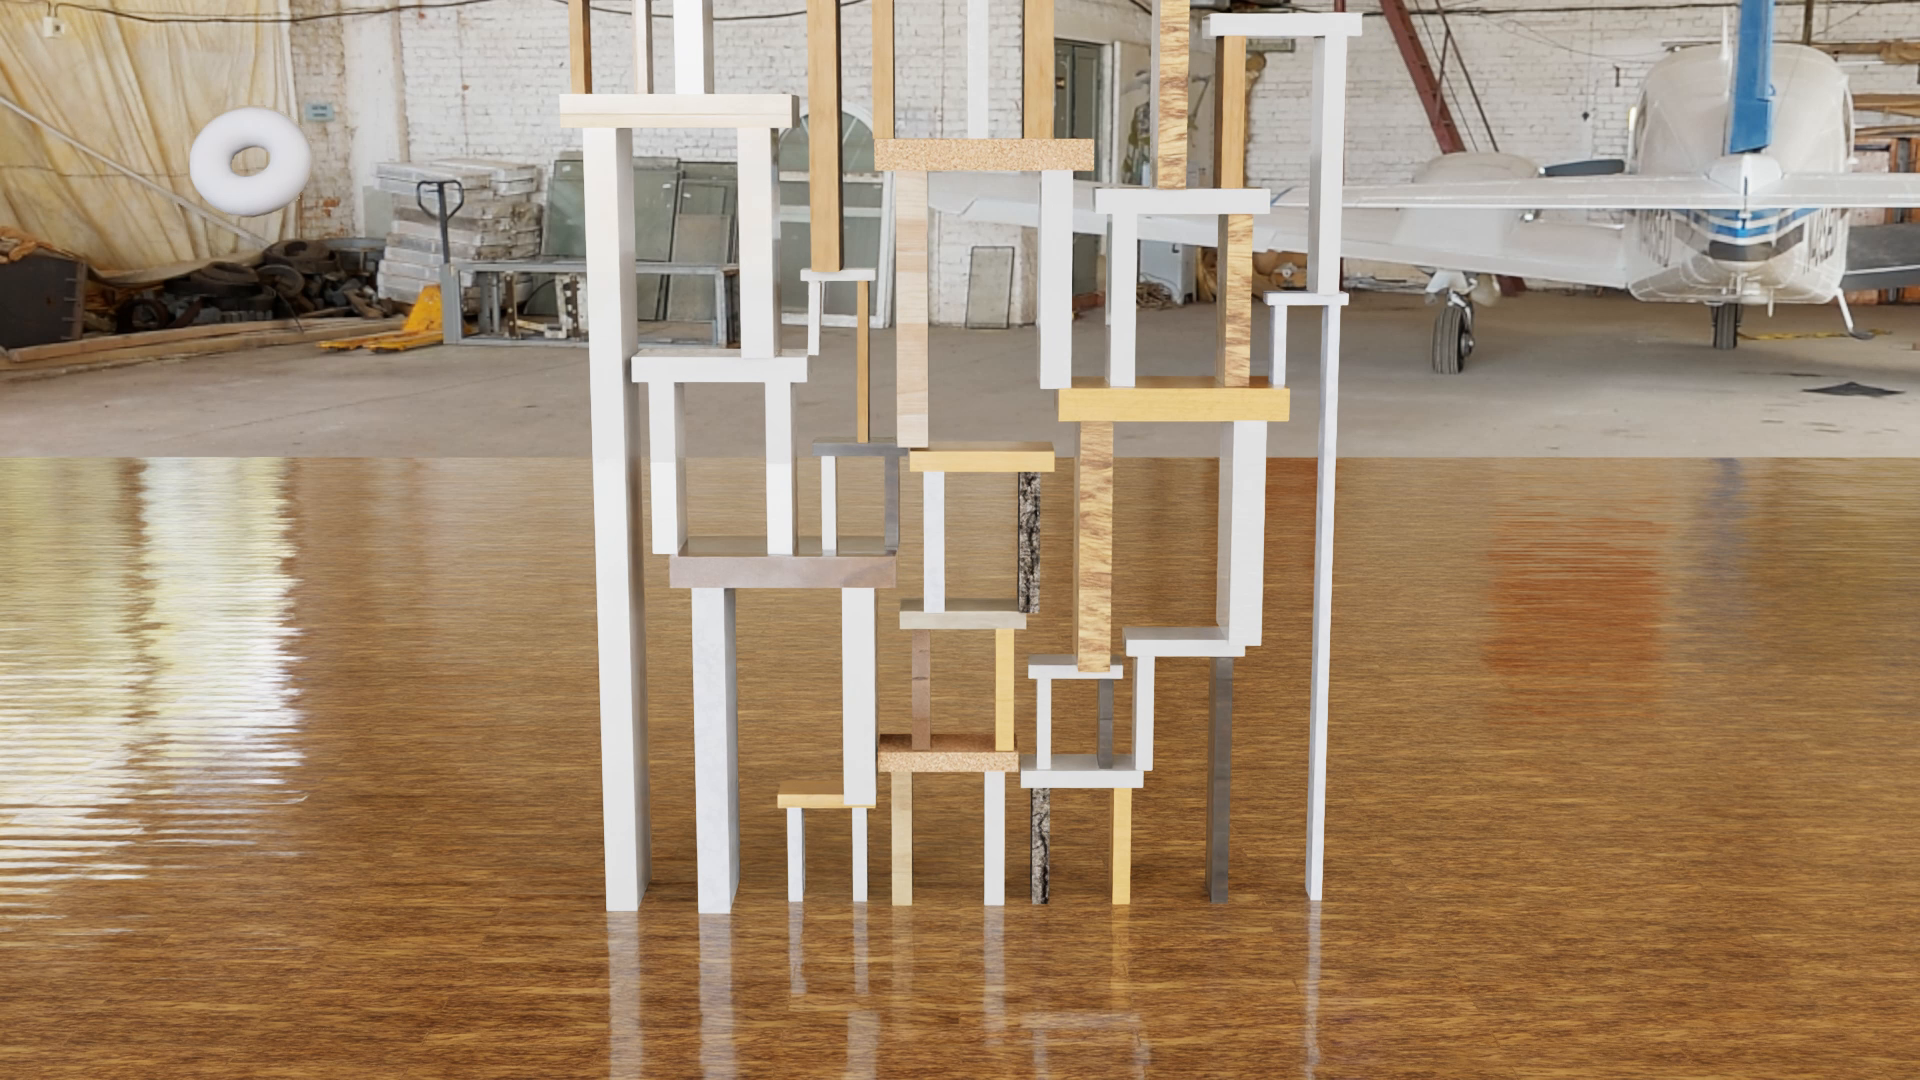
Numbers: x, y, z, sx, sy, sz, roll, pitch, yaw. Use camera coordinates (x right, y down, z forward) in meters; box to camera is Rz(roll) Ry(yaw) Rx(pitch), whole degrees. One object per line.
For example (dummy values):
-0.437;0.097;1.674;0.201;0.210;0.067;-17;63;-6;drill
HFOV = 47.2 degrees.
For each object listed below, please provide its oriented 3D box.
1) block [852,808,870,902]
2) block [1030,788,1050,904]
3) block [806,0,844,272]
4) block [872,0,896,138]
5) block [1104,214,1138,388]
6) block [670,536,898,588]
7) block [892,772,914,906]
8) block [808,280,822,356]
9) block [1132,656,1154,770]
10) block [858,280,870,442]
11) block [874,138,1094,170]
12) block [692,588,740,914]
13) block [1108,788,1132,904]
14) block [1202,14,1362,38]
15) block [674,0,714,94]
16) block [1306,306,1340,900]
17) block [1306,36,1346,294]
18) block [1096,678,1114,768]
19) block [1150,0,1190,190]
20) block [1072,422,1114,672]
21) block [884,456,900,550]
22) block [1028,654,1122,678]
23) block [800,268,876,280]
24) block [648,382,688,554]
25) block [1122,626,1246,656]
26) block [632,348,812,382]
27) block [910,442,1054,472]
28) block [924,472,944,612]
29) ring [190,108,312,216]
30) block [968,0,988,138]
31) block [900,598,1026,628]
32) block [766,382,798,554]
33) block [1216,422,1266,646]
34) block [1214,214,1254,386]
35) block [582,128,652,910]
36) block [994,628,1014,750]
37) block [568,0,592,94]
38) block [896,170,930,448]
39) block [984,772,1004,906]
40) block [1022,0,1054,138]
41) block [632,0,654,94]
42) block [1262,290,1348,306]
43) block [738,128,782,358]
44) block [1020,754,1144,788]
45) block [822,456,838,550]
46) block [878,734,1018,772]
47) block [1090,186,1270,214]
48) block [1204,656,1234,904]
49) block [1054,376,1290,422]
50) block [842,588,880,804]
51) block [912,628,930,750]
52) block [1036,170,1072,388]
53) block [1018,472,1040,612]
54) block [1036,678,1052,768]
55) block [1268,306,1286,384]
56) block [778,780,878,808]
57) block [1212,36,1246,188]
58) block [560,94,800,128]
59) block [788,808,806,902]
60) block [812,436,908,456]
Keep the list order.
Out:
-0.165;0.511;3.658;0.023;0.160;0.080;0;11;0;block
0.133;0.492;3.650;0.028;0.199;0.099;0;11;0;block
-0.210;-0.711;3.429;0.043;0.573;0.152;0;11;0;block
-0.119;-0.737;3.428;0.031;0.220;0.110;0;11;0;block
0.255;-0.385;3.493;0.038;0.269;0.135;0;11;0;block
-0.280;0.035;3.562;0.357;0.051;0.179;0;11;0;block
-0.095;0.478;3.649;0.032;0.228;0.114;0;11;0;block
-0.230;-0.355;3.493;0.017;0.117;0.059;2;11;-1;block
0.300;0.273;3.611;0.027;0.191;0.095;0;11;0;block
-0.154;-0.287;3.506;0.017;0.257;0.059;0;11;0;block
0.037;-0.605;3.447;0.336;0.048;0.168;0;11;0;block
-0.400;0.325;3.616;0.051;0.540;0.179;0;11;0;block
0.265;0.492;3.650;0.028;0.199;0.099;0;11;0;block
0.498;-0.798;3.414;0.231;0.033;0.116;0;11;0;block
-0.412;-0.844;3.405;0.043;0.303;0.152;0;11;0;block
0.589;0.107;3.579;0.018;0.982;0.063;0;11;0;block
0.575;-0.588;3.453;0.033;0.395;0.116;0;11;0;block
0.238;0.292;3.613;0.022;0.152;0.076;0;11;0;block
0.326;-0.743;3.425;0.044;0.384;0.154;0;11;0;block
0.214;-0.003;3.563;0.051;0.404;0.180;0;11;0;block
-0.109;-0.066;3.552;0.021;0.151;0.076;0;11;0;block
0.187;0.207;3.597;0.152;0.022;0.076;0;11;0;block
-0.192;-0.421;3.480;0.117;0.017;0.059;0;11;0;block
-0.468;-0.125;3.535;0.039;0.274;0.137;0;11;0;block
0.364;0.166;3.591;0.191;0.027;0.095;0;10;0;block
-0.377;-0.279;3.507;0.274;0.039;0.137;0;11;0;block
0.035;-0.134;3.533;0.229;0.032;0.114;0;10;0;block
-0.041;-0.006;3.557;0.032;0.229;0.114;0;11;0;block
-2.047;-1.092;6.347;0.345;0.345;0.115;-1;-21;-4;ring
0.028;-0.737;3.427;0.031;0.220;0.110;0;11;0;block
0.005;0.120;3.585;0.203;0.029;0.102;0;10;0;block
-0.286;-0.125;3.536;0.039;0.274;0.137;0;10;0;block
0.454;-0.025;3.560;0.051;0.360;0.180;0;10;0;block
0.435;-0.385;3.493;0.038;0.269;0.135;0;11;0;block
-0.551;-0.028;3.560;0.050;1.256;0.176;0;11;0;block
0.072;0.234;3.607;0.029;0.203;0.102;0;11;0;block
-0.589;-0.764;3.413;0.021;0.145;0.072;0;11;0;block
-0.074;-0.371;3.491;0.048;0.428;0.168;0;11;0;block
0.057;0.478;3.649;0.032;0.228;0.114;0;11;0;block
0.121;-0.780;3.417;0.044;0.308;0.154;0;11;0;block
-0.492;-0.765;3.413;0.021;0.145;0.072;0;11;0;block
0.547;-0.384;3.487;0.126;0.018;0.063;0;11;0;block
-0.315;-0.472;3.477;0.050;0.353;0.176;0;11;0;block
0.199;0.381;3.629;0.199;0.028;0.099;0;11;0;block
-0.210;-0.066;3.552;0.021;0.151;0.076;0;11;0;block
-0.019;0.350;3.625;0.228;0.032;0.114;0;11;0;block
0.345;-0.536;3.465;0.269;0.038;0.135;0;11;0;block
0.428;0.384;3.632;0.027;0.418;0.095;0;11;0;block
0.334;-0.227;3.522;0.360;0.051;0.180;0;11;0;block
-0.162;0.235;3.600;0.051;0.357;0.179;0;10;0;block
-0.063;0.234;3.607;0.029;0.203;0.102;0;11;0;block
0.149;-0.416;3.482;0.048;0.336;0.168;0;11;0;block
0.111;-0.006;3.557;0.032;0.229;0.114;0;10;0;block
0.137;0.292;3.613;0.022;0.152;0.076;0;11;0;block
0.505;-0.313;3.501;0.018;0.126;0.063;0;11;0;block
-0.218;0.421;3.641;0.160;0.023;0.080;0;10;0;block
0.421;-0.668;3.439;0.033;0.231;0.116;0;11;0;block
-0.433;-0.670;3.440;0.353;0.050;0.176;0;11;0;block
-0.272;0.511;3.658;0.023;0.160;0.080;0;11;0;block
-0.160;-0.151;3.537;0.151;0.021;0.076;0;11;0;block
